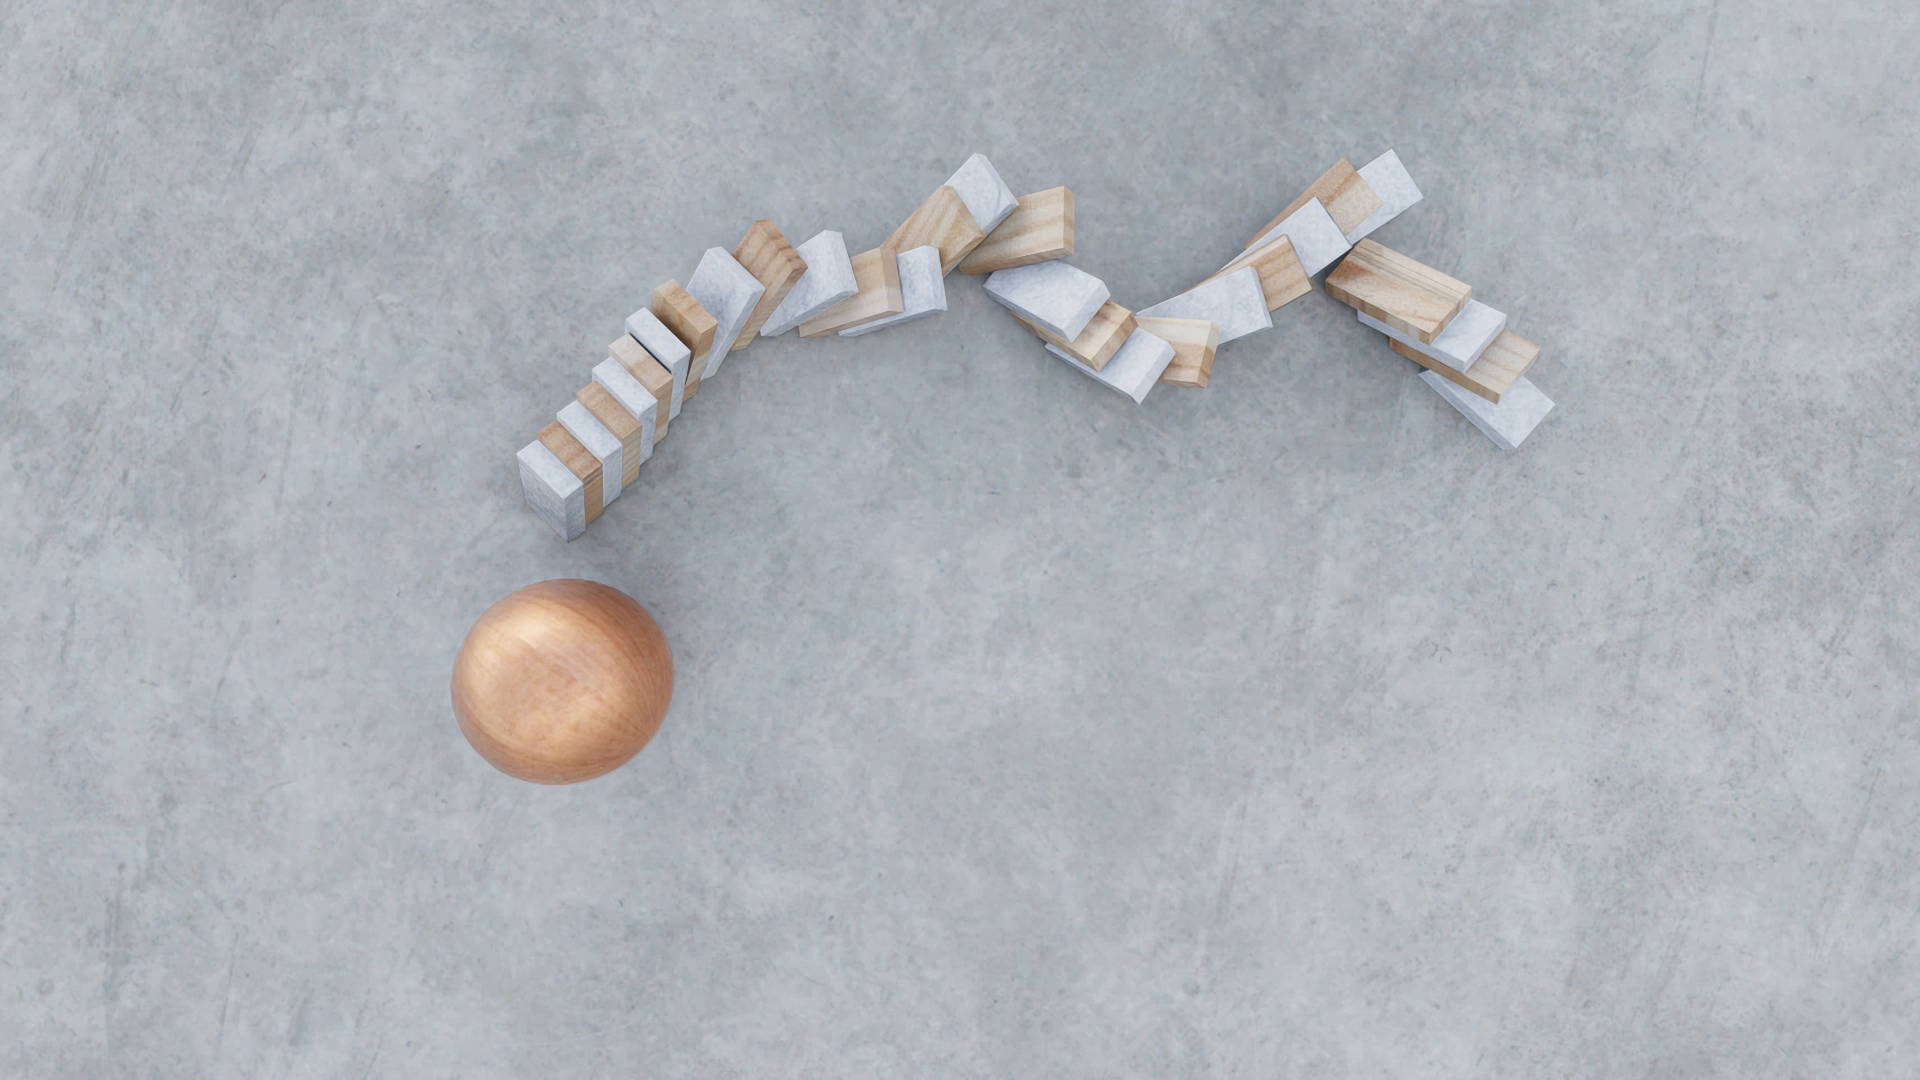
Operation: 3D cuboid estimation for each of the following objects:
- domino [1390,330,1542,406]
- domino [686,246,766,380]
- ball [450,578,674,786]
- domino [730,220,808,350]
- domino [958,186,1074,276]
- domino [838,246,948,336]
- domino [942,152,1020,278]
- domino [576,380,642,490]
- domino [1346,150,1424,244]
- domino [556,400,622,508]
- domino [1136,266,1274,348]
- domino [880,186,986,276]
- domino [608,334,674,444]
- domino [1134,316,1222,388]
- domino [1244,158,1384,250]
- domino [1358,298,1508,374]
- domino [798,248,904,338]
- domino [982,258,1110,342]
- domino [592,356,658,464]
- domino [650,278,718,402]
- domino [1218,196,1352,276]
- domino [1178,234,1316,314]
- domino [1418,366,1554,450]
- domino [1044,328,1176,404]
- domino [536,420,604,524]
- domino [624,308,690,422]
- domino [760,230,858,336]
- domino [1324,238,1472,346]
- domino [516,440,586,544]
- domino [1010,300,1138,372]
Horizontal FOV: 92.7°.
[{"bbox_3d":[0.210,-0.081,0.384,0.050,0.010,0.025,41,90,29],"label":"domino"},{"bbox_3d":[-0.104,-0.094,0.382,0.025,0.009,0.050,43,123,1],"label":"domino"},{"bbox_3d":[-0.155,0.055,0.360,0.080,0.080,0.080,0,90,0],"label":"ball"},{"bbox_3d":[-0.087,-0.105,0.382,0.050,0.009,0.025,-40,87,34],"label":"domino"},{"bbox_3d":[0.023,-0.128,0.382,0.050,0.010,0.025,-1,87,34],"label":"domino"},{"bbox_3d":[-0.030,-0.103,0.382,0.050,0.009,0.025,-6,94,33],"label":"domino"},{"bbox_3d":[-0.002,-0.133,0.382,0.050,0.009,0.025,-36,86,32],"label":"domino"},{"bbox_3d":[-0.144,-0.042,0.376,0.025,0.050,0.009,44,61,0],"label":"domino"},{"bbox_3d":[0.170,-0.143,0.395,0.050,0.010,0.025,-33,90,0],"label":"domino"},{"bbox_3d":[-0.151,-0.034,0.376,0.025,0.050,0.009,44,61,0],"label":"domino"},{"bbox_3d":[0.101,-0.092,0.382,0.050,0.010,0.025,-17,90,34],"label":"domino"},{"bbox_3d":[-0.016,-0.120,0.382,0.050,0.010,0.025,-34,87,33],"label":"domino"},{"bbox_3d":[-0.132,-0.060,0.376,0.025,0.050,0.010,44,61,0],"label":"domino"},{"bbox_3d":[0.080,-0.079,0.380,0.050,0.009,0.025,15,92,39],"label":"domino"},{"bbox_3d":[0.148,-0.132,0.385,0.050,0.010,0.025,-41,88,24],"label":"domino"},{"bbox_3d":[0.196,-0.093,0.383,0.025,0.010,0.050,-49,58,0],"label":"domino"},{"bbox_3d":[-0.047,-0.102,0.381,0.050,0.010,0.025,-6,94,36],"label":"domino"},{"bbox_3d":[0.035,-0.104,0.381,0.025,0.009,0.050,-51,54,0],"label":"domino"},{"bbox_3d":[-0.138,-0.051,0.376,0.025,0.050,0.009,44,61,0],"label":"domino"},{"bbox_3d":[-0.117,-0.081,0.377,0.025,0.050,0.009,44,53,0],"label":"domino"},{"bbox_3d":[0.134,-0.116,0.383,0.050,0.010,0.025,-36,90,32],"label":"domino"},{"bbox_3d":[0.118,-0.103,0.383,0.050,0.010,0.025,-26,90,31],"label":"domino"},{"bbox_3d":[0.227,-0.065,0.395,0.050,0.009,0.025,42,90,0],"label":"domino"},{"bbox_3d":[0.062,-0.079,0.380,0.050,0.009,0.025,39,96,36],"label":"domino"},{"bbox_3d":[-0.159,-0.027,0.376,0.025,0.050,0.009,44,61,0],"label":"domino"},{"bbox_3d":[-0.125,-0.070,0.376,0.025,0.050,0.010,44,60,0],"label":"domino"},{"bbox_3d":[-0.067,-0.106,0.381,0.050,0.010,0.025,-16,90,36],"label":"domino"},{"bbox_3d":[0.182,-0.104,0.383,0.025,0.010,0.050,-48,58,0],"label":"domino"},{"bbox_3d":[-0.167,-0.019,0.376,0.025,0.050,0.009,44,61,0],"label":"domino"},{"bbox_3d":[0.047,-0.092,0.381,0.025,0.009,0.050,-50,54,1],"label":"domino"}]
